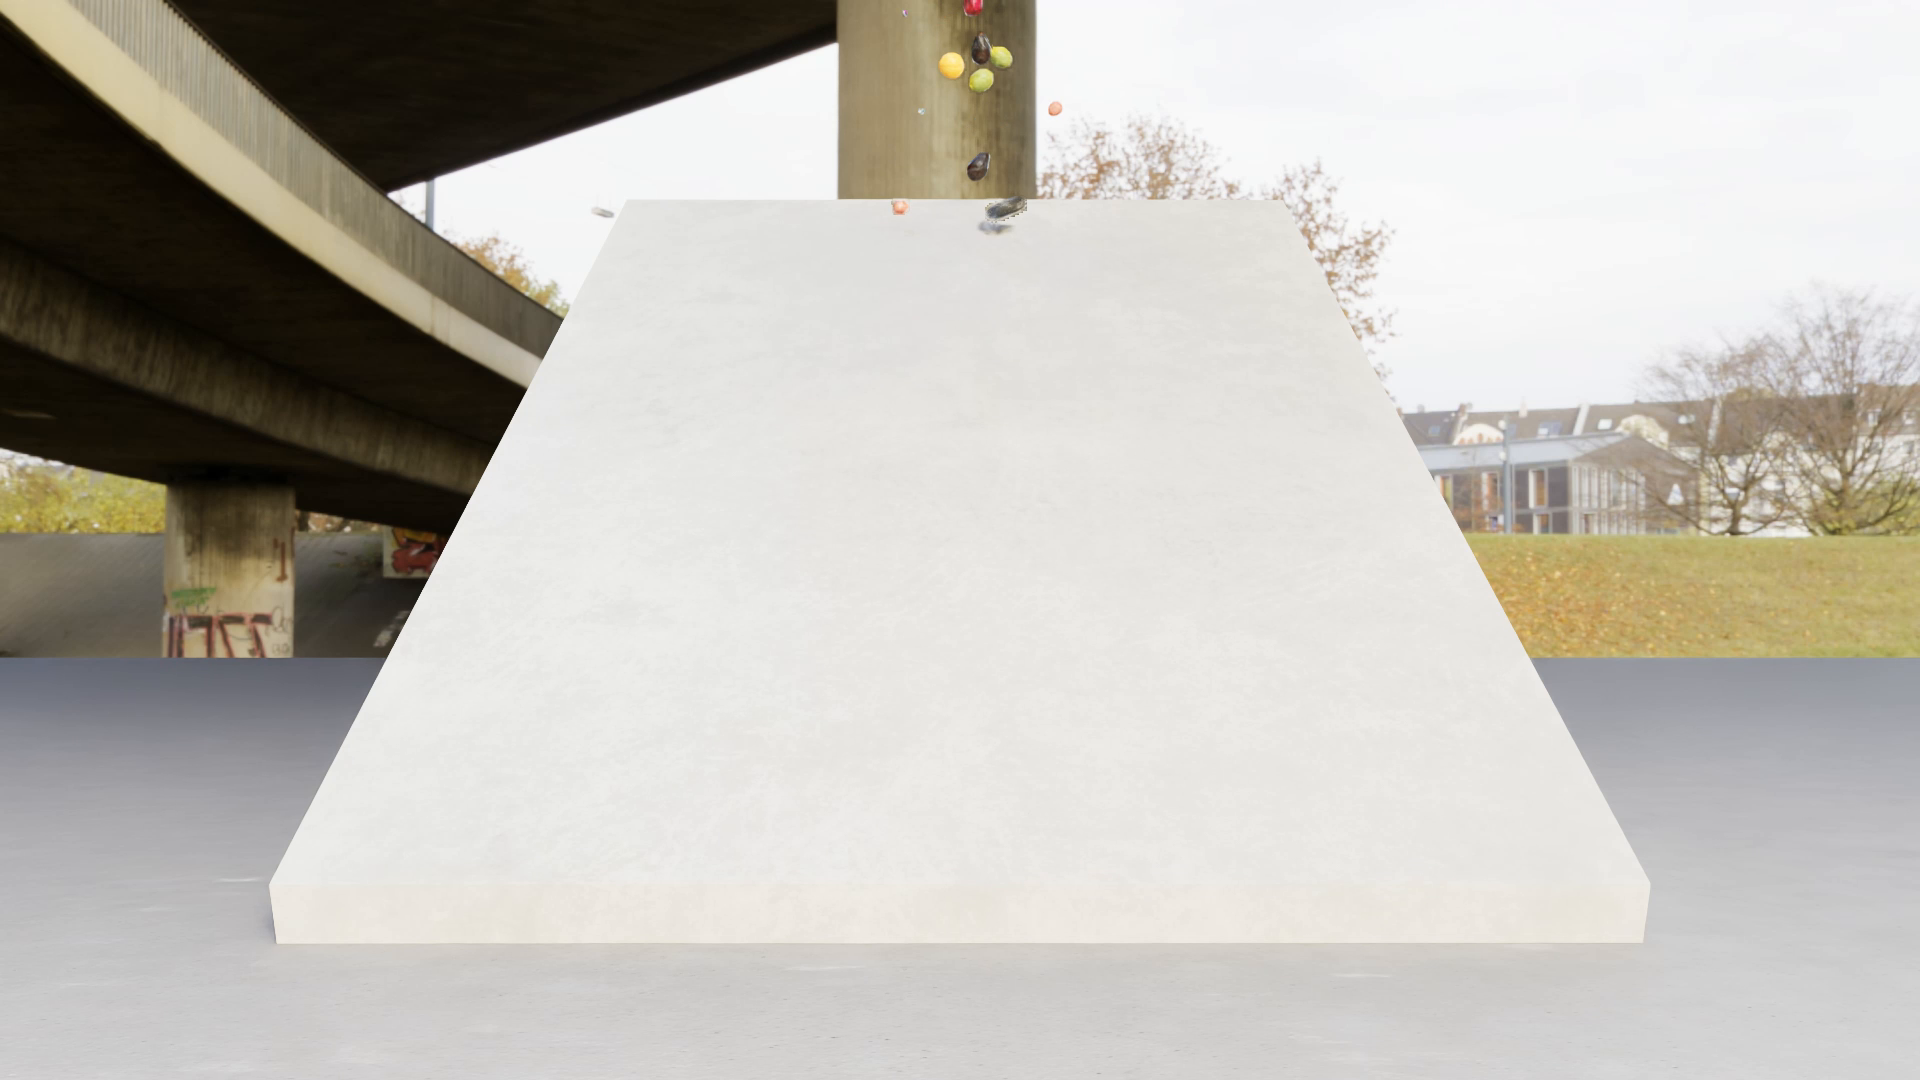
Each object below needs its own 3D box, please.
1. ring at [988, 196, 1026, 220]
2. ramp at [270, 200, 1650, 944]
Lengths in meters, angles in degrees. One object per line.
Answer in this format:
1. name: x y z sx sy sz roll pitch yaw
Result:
1. ring: 0.133 -0.957 6.641 0.118 0.039 0.118 -21 11 4
2. ramp: -0.007 -0.224 5.203 2.000 0.100 4.000 0 23 0
